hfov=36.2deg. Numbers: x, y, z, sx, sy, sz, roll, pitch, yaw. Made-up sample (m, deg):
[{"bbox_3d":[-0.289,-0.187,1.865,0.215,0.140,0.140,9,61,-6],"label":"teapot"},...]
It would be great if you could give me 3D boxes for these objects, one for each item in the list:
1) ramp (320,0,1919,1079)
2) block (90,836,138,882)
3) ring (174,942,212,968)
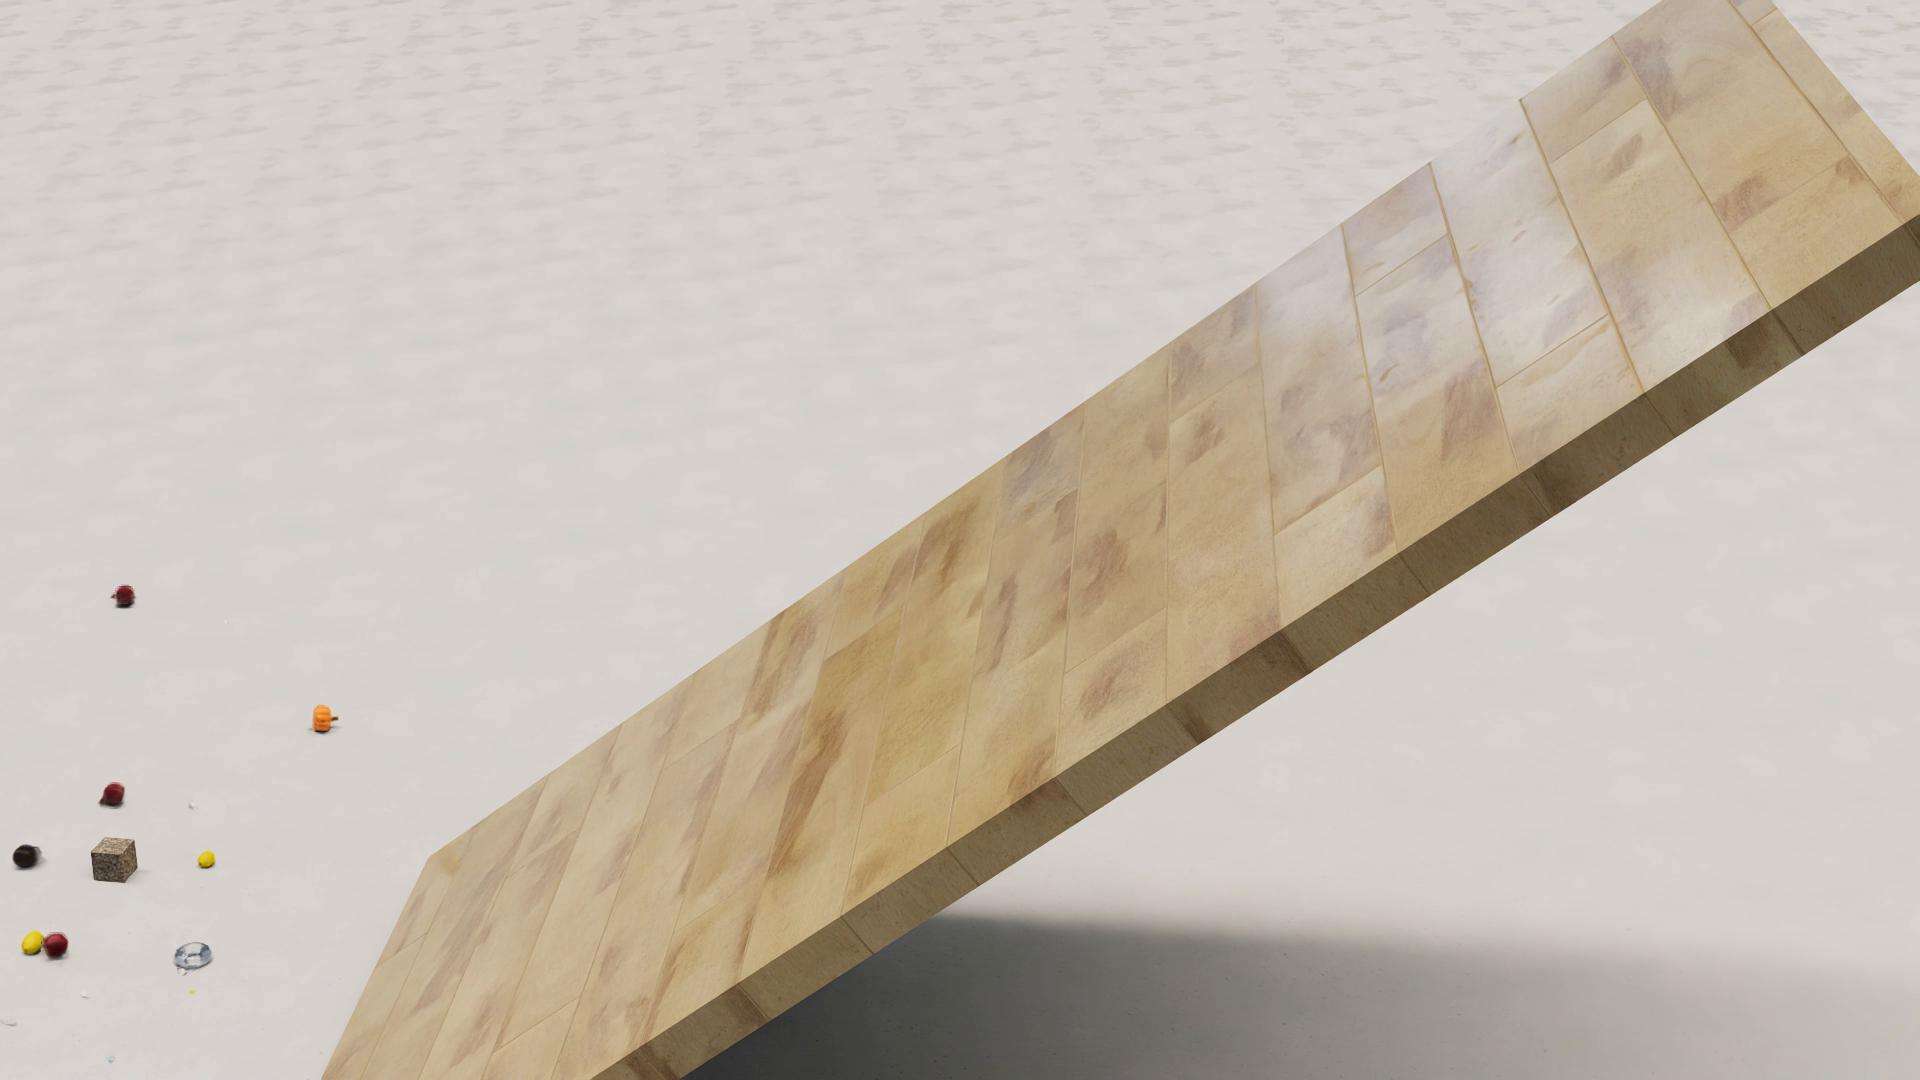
[{"bbox_3d":[0.127,0.180,6.325,4.000,0.100,2.000,-35,16,17],"label":"ramp"},{"bbox_3d":[-2.262,0.856,7.868,0.086,0.086,0.086,4,23,9],"label":"block"},{"bbox_3d":[-1.947,1.054,7.469,0.095,0.032,0.095,0,24,0],"label":"ring"}]
